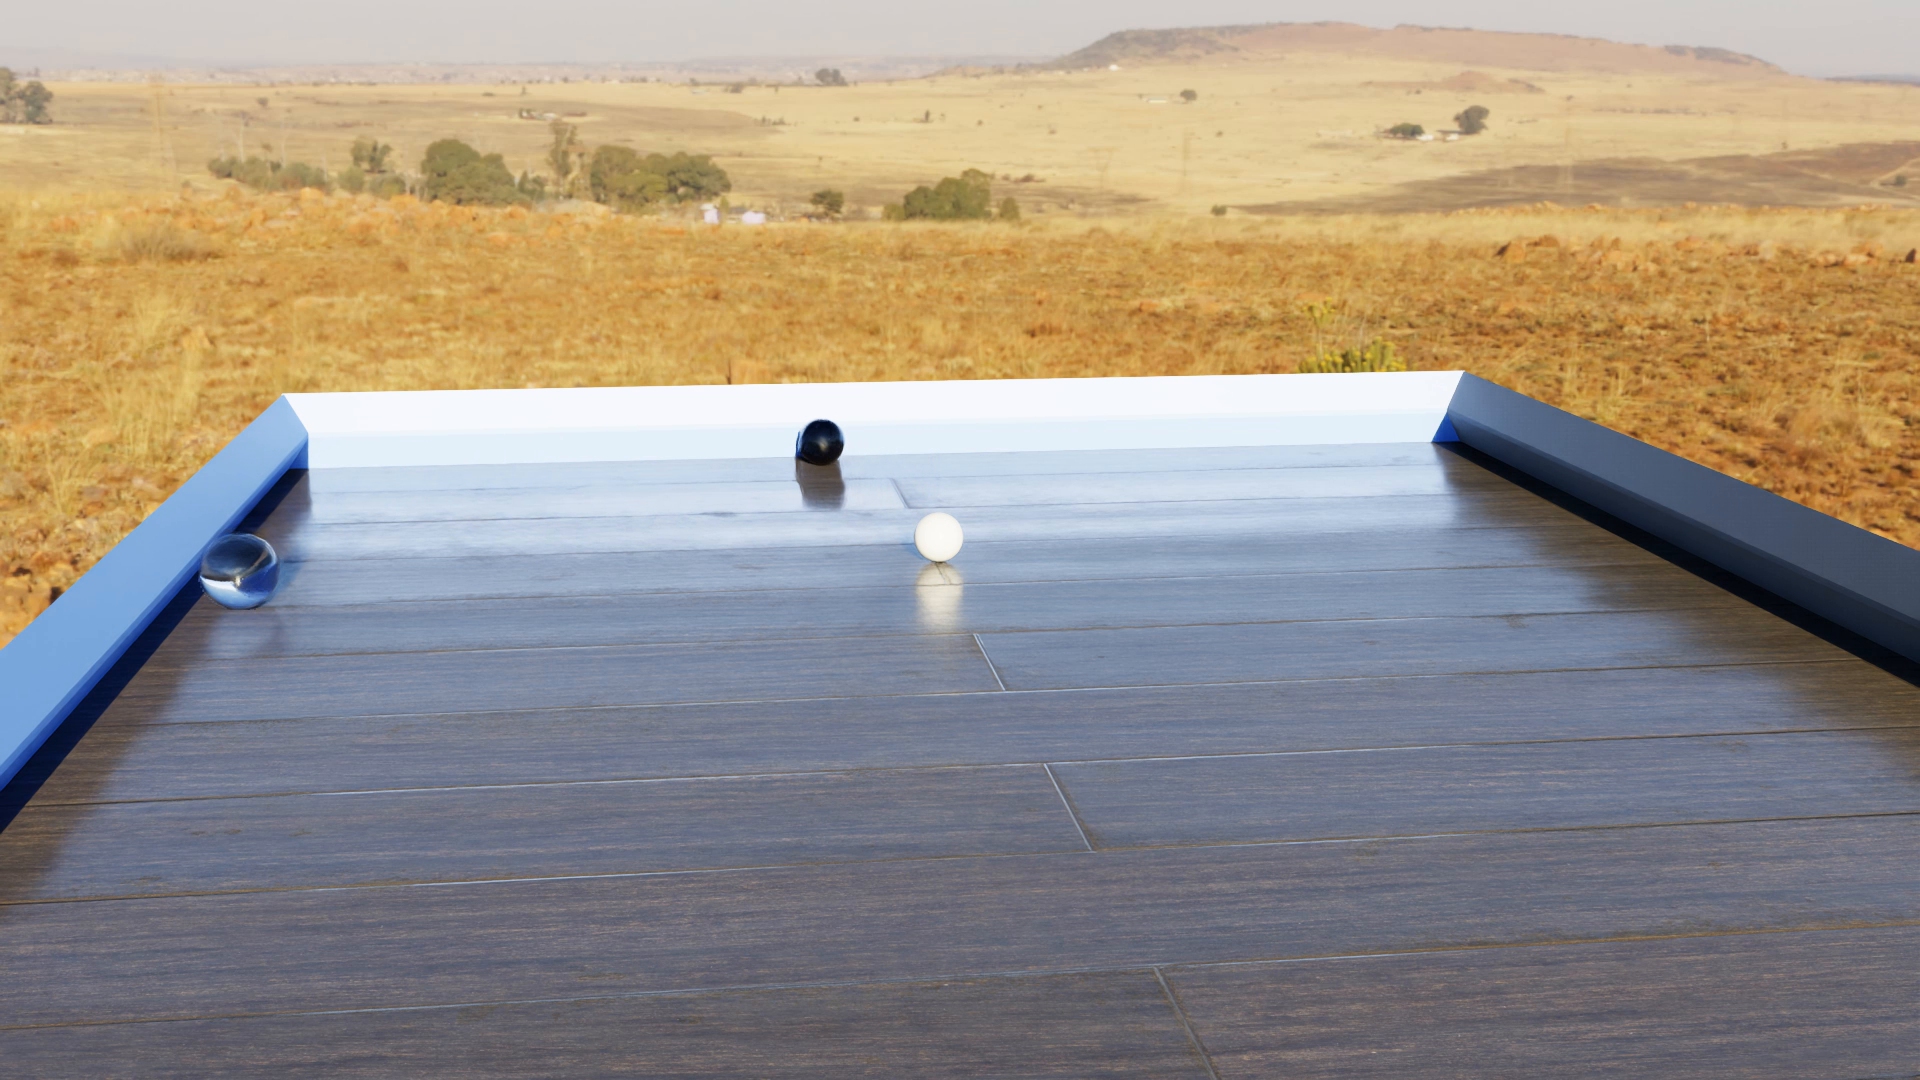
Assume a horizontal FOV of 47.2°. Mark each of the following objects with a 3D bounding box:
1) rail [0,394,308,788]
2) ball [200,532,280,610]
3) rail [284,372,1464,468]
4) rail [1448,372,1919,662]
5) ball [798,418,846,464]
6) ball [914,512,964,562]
[{"bbox_3d":[-0.882,0.189,2.020,0.045,0.126,3.472,-2,13,-7],"label":"rail"},{"bbox_3d":[-0.906,0.039,2.766,0.097,0.097,0.097,0,12,0],"label":"ball"},{"bbox_3d":[-0.112,-0.207,3.806,2.059,0.126,0.045,-2,13,-7],"label":"rail"},{"bbox_3d":[1.112,0.131,2.279,0.045,0.126,3.472,-2,13,-7],"label":"rail"},{"bbox_3d":[-0.235,-0.168,3.740,0.080,0.080,0.080,0,12,0],"label":"ball"},{"bbox_3d":[-0.029,-0.004,3.025,0.068,0.068,0.068,0,12,0],"label":"ball"}]
